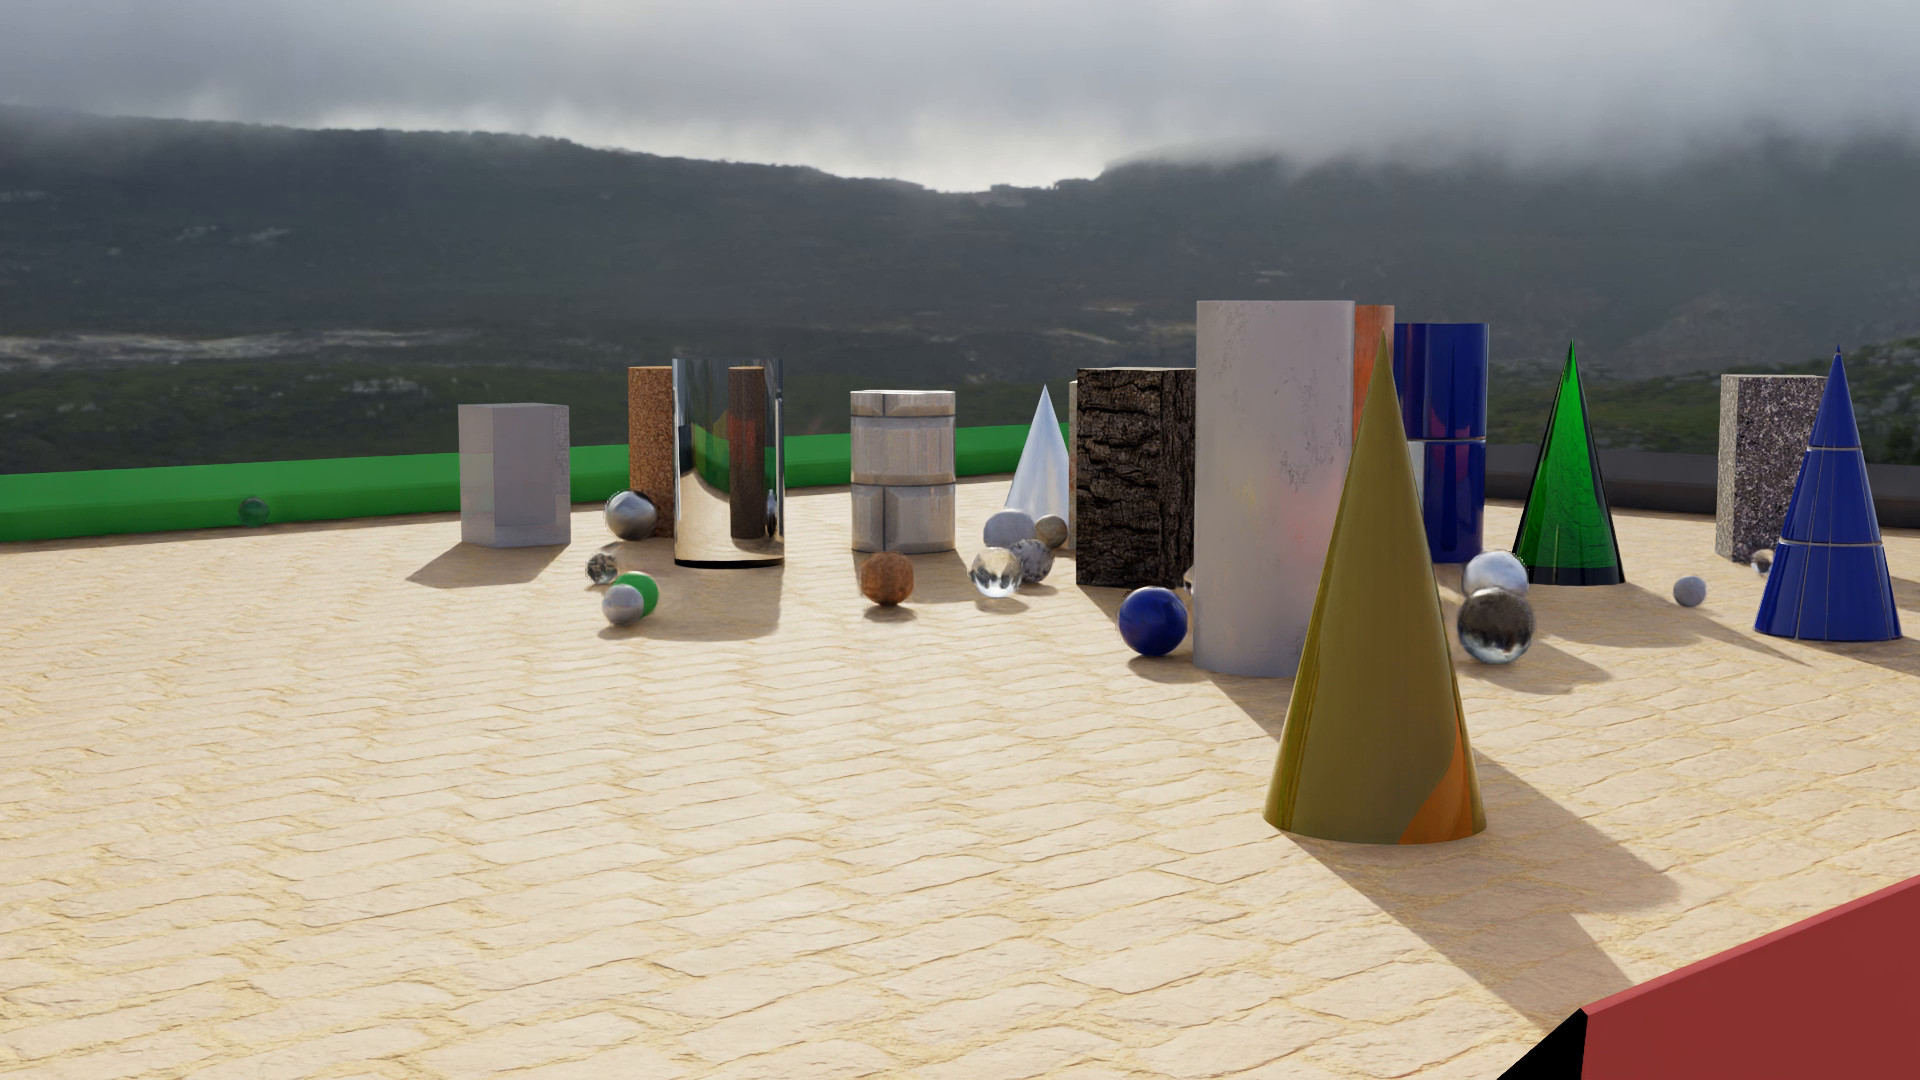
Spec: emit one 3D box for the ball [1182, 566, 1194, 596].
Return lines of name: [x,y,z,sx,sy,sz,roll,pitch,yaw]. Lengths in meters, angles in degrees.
ball: [0.370,0.064,3.405,0.052,0.052,0.052,0,6,0]

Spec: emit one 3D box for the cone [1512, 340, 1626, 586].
cone: [1.004,-0.135,3.629,0.195,0.401,0.195,0,6,0]

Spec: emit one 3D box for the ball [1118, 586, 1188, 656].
ball: [0.248,0.105,2.828,0.091,0.091,0.091,0,6,0]

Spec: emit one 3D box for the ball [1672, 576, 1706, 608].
ball: [1.094,0.077,3.298,0.048,0.048,0.048,0,6,0]

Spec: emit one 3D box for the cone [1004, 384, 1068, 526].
cone: [0.173,-0.172,4.492,0.195,0.295,0.195,0,6,0]

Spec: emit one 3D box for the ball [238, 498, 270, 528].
ball: [-1.448,-0.056,4.510,0.061,0.061,0.061,0,6,0]

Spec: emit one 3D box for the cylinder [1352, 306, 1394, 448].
cylinder: [0.633,-0.171,3.727,0.195,0.452,0.195,0,6,0]

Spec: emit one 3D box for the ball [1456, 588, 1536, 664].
ball: [0.674,0.108,2.767,0.097,0.097,0.097,0,6,0]

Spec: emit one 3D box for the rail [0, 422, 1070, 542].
rail: [-1.281,-0.112,4.712,4.422,0.127,0.045,-5,8,-42]

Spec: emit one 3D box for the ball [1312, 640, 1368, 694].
ball: [0.442,0.147,2.557,0.064,0.064,0.064,0,6,0]

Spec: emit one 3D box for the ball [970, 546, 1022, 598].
ball: [0.056,0.051,3.397,0.080,0.080,0.080,0,6,0]

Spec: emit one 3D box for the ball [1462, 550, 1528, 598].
ball: [0.779,0.063,3.205,0.095,0.095,0.095,0,6,0]

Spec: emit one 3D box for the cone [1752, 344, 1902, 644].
cone: [1.199,-0.071,3.021,0.195,0.399,0.195,0,6,0]

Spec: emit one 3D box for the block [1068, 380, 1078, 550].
block: [0.292,-0.144,4.149,0.156,0.310,0.156,1,6,10]

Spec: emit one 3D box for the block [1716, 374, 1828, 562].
block: [1.453,-0.130,3.935,0.156,0.327,0.156,1,6,8]

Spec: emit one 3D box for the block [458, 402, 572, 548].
block: [-0.852,-0.127,4.209,0.156,0.263,0.156,-4,7,-36]

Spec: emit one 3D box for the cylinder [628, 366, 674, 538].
cylinder: [-0.562,-0.179,4.388,0.195,0.330,0.195,0,6,0]

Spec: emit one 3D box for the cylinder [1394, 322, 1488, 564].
cylinder: [0.845,-0.179,3.950,0.195,0.420,0.195,0,6,0]

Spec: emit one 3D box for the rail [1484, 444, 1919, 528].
rail: [1.608,-0.122,4.807,0.045,0.127,3.824,-5,8,-42]

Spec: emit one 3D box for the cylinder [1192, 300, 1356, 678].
cylinder: [0.391,-0.070,2.746,0.195,0.455,0.195,0,6,0]

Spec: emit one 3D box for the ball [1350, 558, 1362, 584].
ball: [0.603,0.056,3.452,0.058,0.058,0.058,0,6,0]

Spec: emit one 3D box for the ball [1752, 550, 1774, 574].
ball: [1.357,0.037,3.706,0.043,0.043,0.043,0,6,0]

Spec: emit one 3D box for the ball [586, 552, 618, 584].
ball: [-0.582,0.046,3.579,0.051,0.051,0.051,0,6,0]

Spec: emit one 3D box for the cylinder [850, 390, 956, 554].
cylinder: [-0.106,-0.129,4.094,0.195,0.293,0.195,0,6,0]

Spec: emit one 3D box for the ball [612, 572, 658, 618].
ball: [-0.469,0.080,3.171,0.069,0.069,0.069,0,6,0]

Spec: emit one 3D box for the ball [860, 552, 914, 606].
ball: [-0.109,0.059,3.312,0.081,0.081,0.081,0,6,0]

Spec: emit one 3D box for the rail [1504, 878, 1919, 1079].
rail: [1.281,0.178,1.952,4.422,0.127,0.045,-5,8,-42]

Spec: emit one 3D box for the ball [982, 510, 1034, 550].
ball: [0.087,-0.009,3.902,0.092,0.092,0.092,0,6,0]

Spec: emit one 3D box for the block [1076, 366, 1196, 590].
block: [0.297,-0.103,3.574,0.156,0.349,0.156,4,7,36]

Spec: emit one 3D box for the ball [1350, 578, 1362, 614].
ball: [0.561,0.082,3.214,0.055,0.055,0.055,0,6,0]

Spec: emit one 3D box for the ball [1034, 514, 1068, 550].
ball: [0.169,-0.015,4.100,0.064,0.064,0.064,0,6,0]

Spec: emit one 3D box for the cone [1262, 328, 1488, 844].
cone: [0.363,0.031,1.910,0.195,0.429,0.195,0,6,0]

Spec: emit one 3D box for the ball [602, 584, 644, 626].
ball: [-0.476,0.092,3.100,0.060,0.060,0.060,0,6,0]

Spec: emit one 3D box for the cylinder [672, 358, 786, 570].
cylinder: [-0.406,-0.139,3.863,0.195,0.360,0.195,0,6,0]

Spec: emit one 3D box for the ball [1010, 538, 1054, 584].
ball: [0.115,0.034,3.579,0.074,0.074,0.074,0,6,0]

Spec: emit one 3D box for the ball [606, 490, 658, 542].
ball: [-0.633,-0.047,4.240,0.097,0.097,0.097,0,6,0]
